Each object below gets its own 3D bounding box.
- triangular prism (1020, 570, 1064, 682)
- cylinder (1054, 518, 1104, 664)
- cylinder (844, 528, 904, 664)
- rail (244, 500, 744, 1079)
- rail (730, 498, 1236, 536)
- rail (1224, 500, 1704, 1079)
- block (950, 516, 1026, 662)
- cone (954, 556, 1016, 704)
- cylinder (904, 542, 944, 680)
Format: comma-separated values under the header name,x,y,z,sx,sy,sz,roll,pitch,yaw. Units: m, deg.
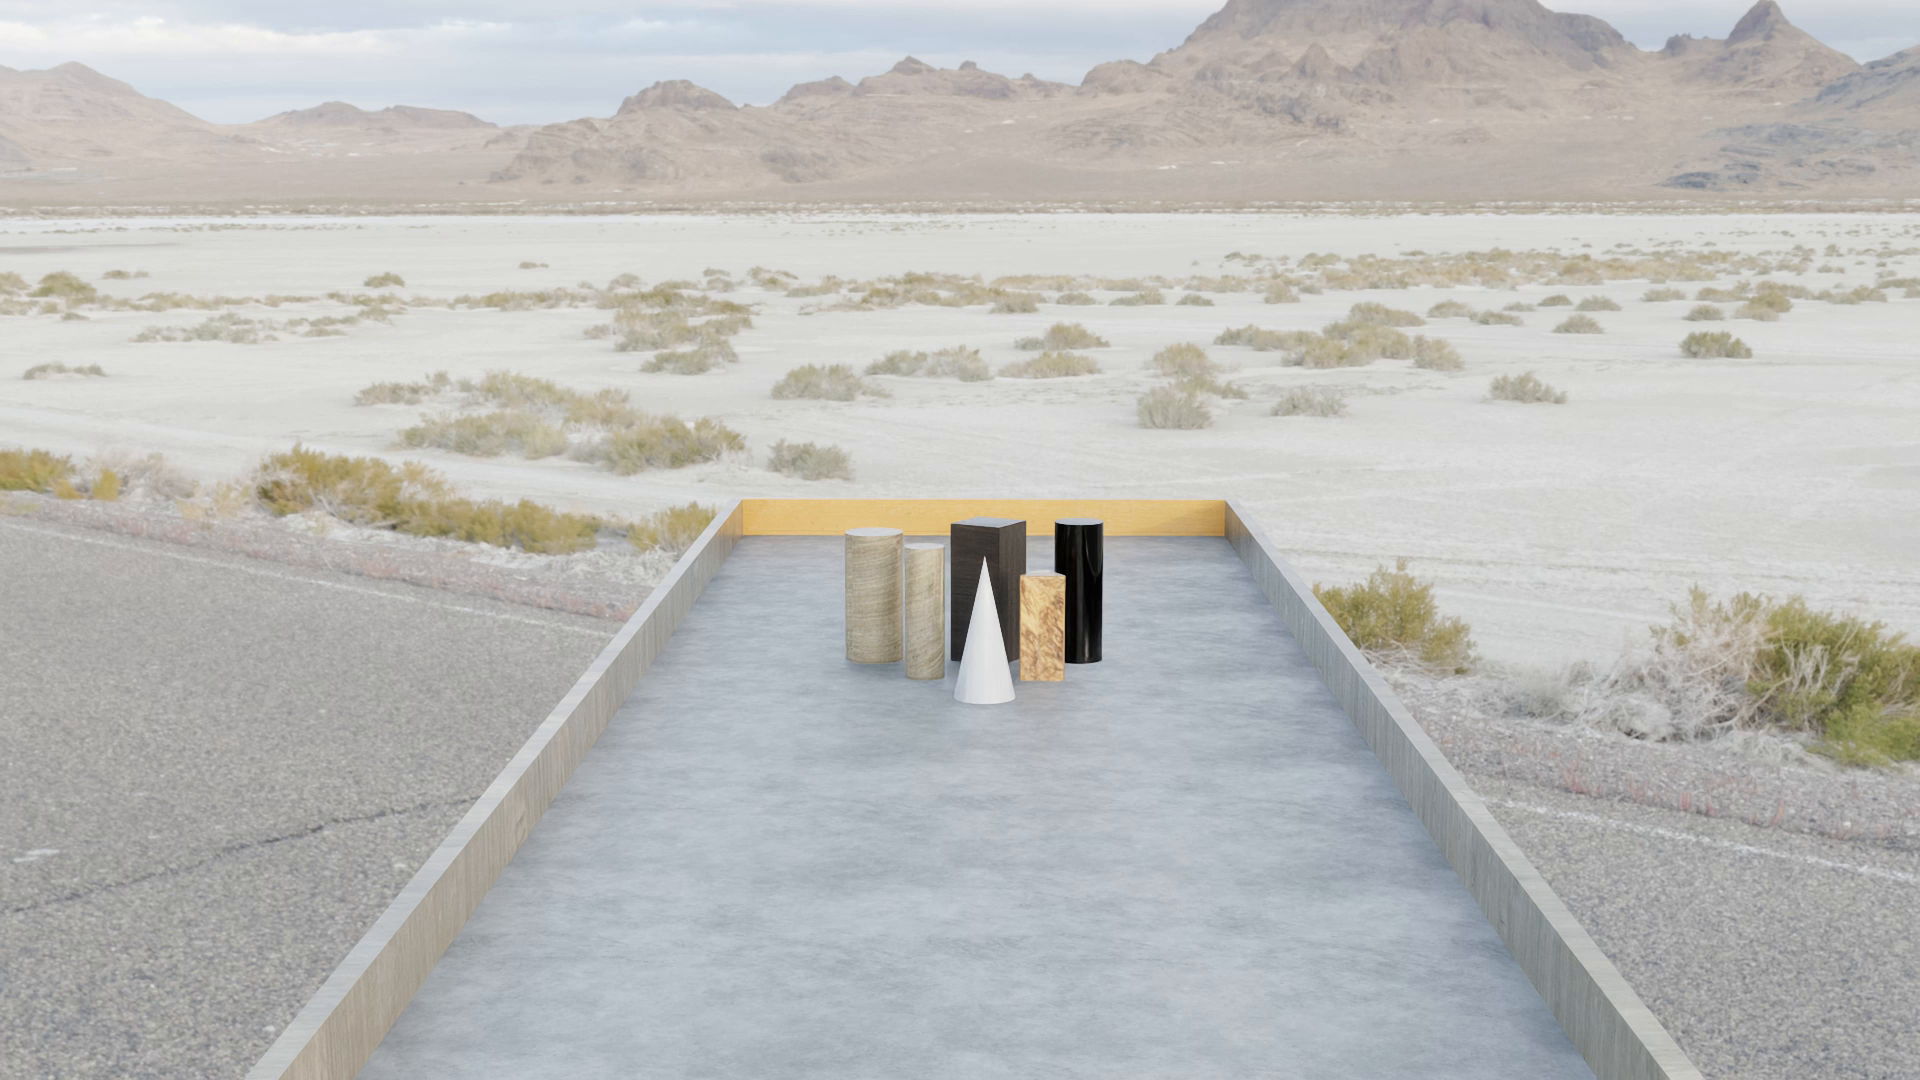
name,x,y,z,sx,sy,sz,roll,pitch,yaw
triangular prism,0.242,0.248,6.448,0.129,0.311,0.112,1,9,3
cylinder,0.360,0.153,6.687,0.149,0.425,0.149,0,9,0
cylinder,-0.261,0.168,6.704,0.177,0.390,0.177,0,9,0
rail,-1.004,0.839,3.234,0.050,0.150,12.000,0,9,1
rail,0.099,-0.098,9.147,2.100,0.150,0.050,0,9,1
rail,1.046,0.843,3.208,0.050,0.150,12.000,0,9,1
block,0.087,0.154,6.691,0.168,0.422,0.168,5,10,30
cone,0.069,0.243,6.181,0.175,0.405,0.175,0,9,0
cylinder,-0.103,0.210,6.444,0.117,0.389,0.117,0,9,0
